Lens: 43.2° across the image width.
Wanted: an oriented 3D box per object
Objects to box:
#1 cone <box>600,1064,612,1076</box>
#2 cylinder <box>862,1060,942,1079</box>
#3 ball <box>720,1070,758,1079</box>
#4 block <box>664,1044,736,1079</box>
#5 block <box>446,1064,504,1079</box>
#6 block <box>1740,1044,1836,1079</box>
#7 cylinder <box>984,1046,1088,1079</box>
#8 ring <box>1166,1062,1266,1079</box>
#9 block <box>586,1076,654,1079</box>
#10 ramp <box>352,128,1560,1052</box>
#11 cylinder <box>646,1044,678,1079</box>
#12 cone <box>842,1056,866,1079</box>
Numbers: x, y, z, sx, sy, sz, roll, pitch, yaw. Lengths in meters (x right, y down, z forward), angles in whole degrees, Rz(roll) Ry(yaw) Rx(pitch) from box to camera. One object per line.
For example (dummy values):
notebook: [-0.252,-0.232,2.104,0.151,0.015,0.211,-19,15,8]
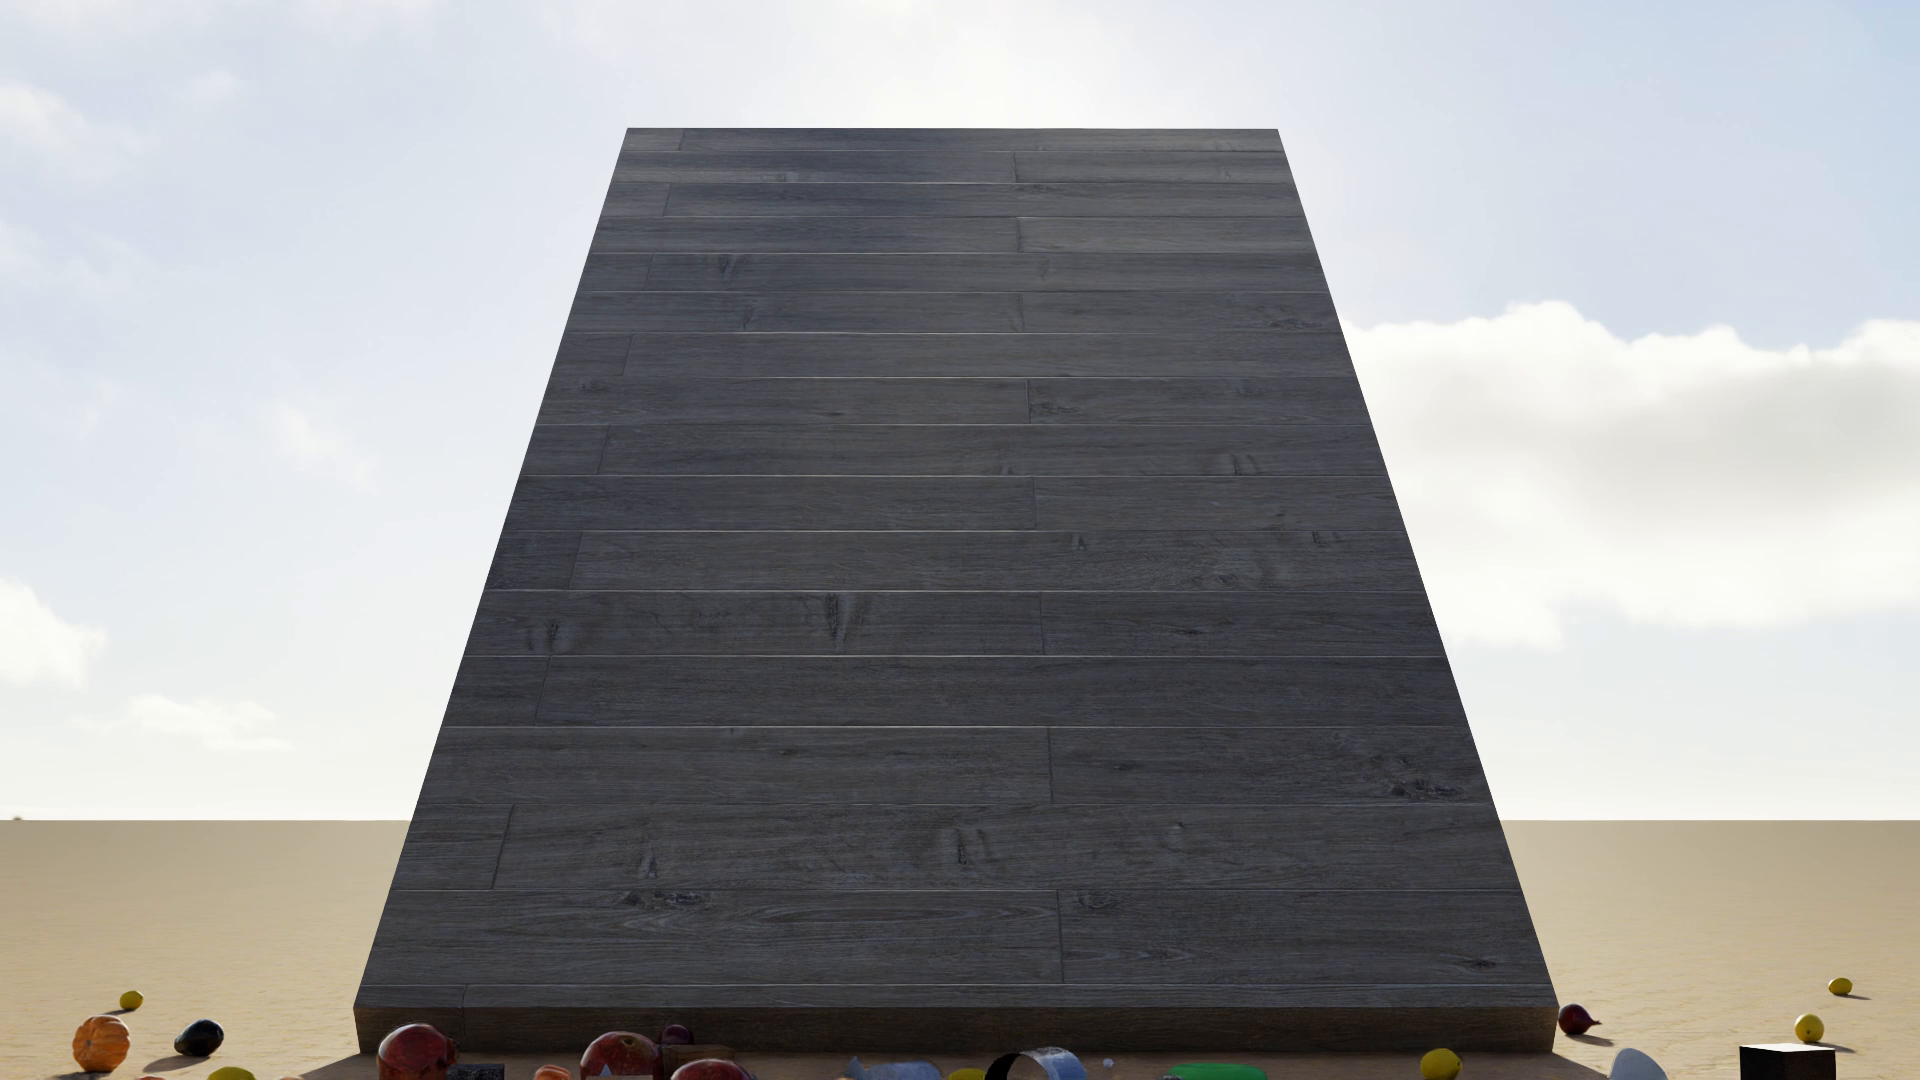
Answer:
cone: [-0.464,0.722,3.175,0.074,0.074,0.074,0,-6,0]
cylinder: [-0.075,0.716,3.143,0.078,0.078,0.078,-5,-8,40]
ball: [-0.287,0.723,3.153,0.066,0.066,0.066,0,-6,0]
block: [-0.358,0.735,3.322,0.080,0.080,0.080,2,-7,-21]
block: [-0.633,0.724,3.173,0.069,0.069,0.069,1,-6,-7]
block: [1.111,0.724,3.254,0.086,0.086,0.086,3,-7,-23]
cylinder: [0.096,0.698,3.082,0.100,0.100,0.100,-4,-7,29]
ring: [0.358,0.759,3.390,0.146,0.049,0.146,1,-7,0]
block: [-0.411,0.690,2.920,0.080,0.080,0.080,1,-6,-6]
ramp: [-0.014,-0.204,5.765,2.000,0.100,4.000,0,31,0]
cylinder: [-0.395,0.752,3.436,0.072,0.072,0.072,-3,-7,25]
cone: [-0.142,0.787,3.532,0.052,0.052,0.052,26,-4,6]
